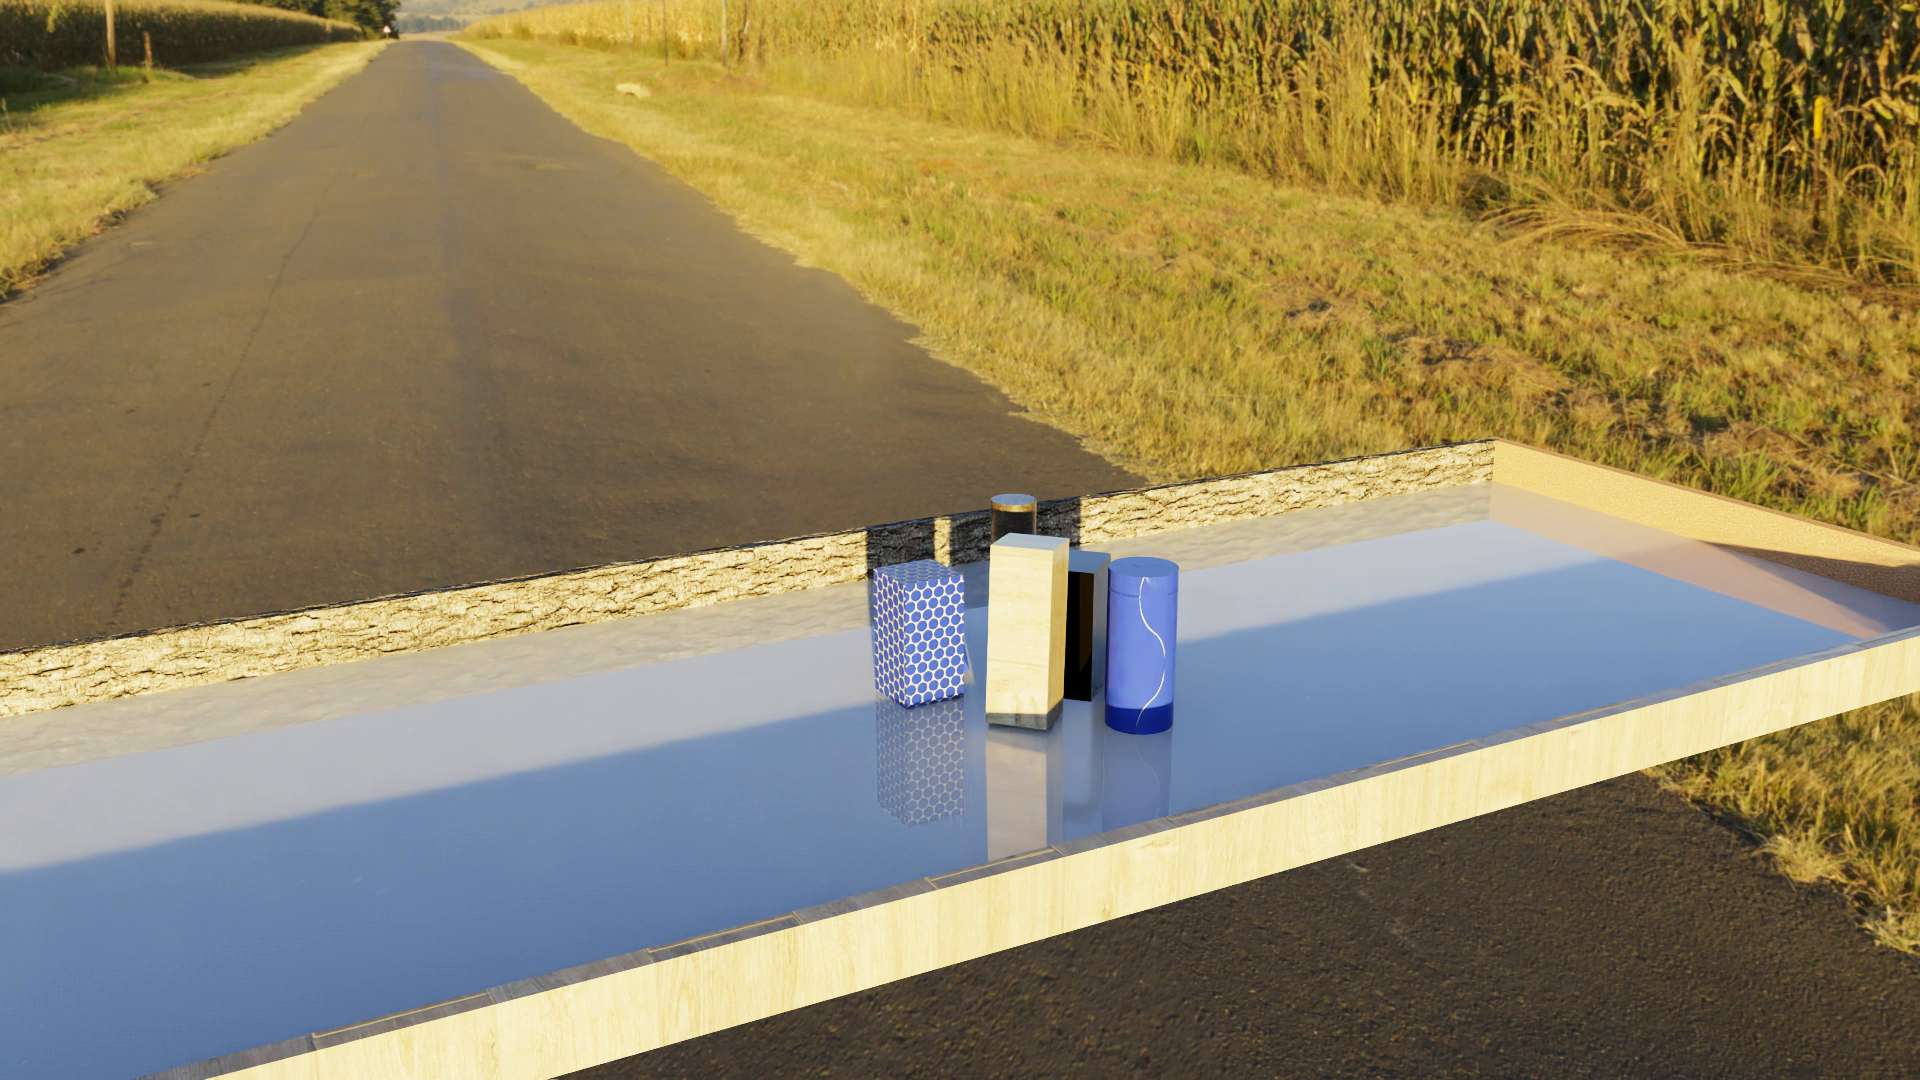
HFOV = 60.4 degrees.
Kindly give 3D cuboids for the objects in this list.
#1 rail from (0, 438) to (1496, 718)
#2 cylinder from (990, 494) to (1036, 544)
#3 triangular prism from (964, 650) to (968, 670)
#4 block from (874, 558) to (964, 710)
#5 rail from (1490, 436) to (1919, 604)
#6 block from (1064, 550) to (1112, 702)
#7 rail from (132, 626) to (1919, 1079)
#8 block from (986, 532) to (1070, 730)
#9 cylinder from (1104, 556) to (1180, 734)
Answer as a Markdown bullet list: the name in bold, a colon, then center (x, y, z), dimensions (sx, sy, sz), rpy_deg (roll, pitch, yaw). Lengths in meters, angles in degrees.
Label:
- **rail**: center (-3.305, 0.497, 3.399), dimensions (12.000, 0.150, 0.050), rpy_deg (-9, 18, -27)
- **cylinder**: center (0.141, 0.083, 4.371), dimensions (0.119, 0.395, 0.119), rpy_deg (0, 16, 0)
- **triangular prism**: center (-0.036, 0.238, 4.398), dimensions (0.091, 0.079, 0.414), rpy_deg (-1, 16, -3)
- **block**: center (-0.100, 0.227, 4.028), dimensions (0.160, 0.313, 0.160), rpy_deg (-9, 19, -29)
- **rail**: center (2.466, -0.048, 5.253), dimensions (0.050, 0.150, 2.100), rpy_deg (-9, 18, -27)
- **block**: center (0.263, 0.205, 4.074), dimensions (0.176, 0.328, 0.176), rpy_deg (5, 17, 18)
- **rail**: center (-2.336, 1.006, 1.665), dimensions (12.000, 0.150, 0.050), rpy_deg (-9, 18, -27)
- **block**: center (0.158, 0.211, 3.864), dimensions (0.147, 0.425, 0.147), rpy_deg (5, 13, 18)
- **cylinder**: center (0.422, 0.245, 3.844), dimensions (0.163, 0.382, 0.163), rpy_deg (0, 16, 0)
